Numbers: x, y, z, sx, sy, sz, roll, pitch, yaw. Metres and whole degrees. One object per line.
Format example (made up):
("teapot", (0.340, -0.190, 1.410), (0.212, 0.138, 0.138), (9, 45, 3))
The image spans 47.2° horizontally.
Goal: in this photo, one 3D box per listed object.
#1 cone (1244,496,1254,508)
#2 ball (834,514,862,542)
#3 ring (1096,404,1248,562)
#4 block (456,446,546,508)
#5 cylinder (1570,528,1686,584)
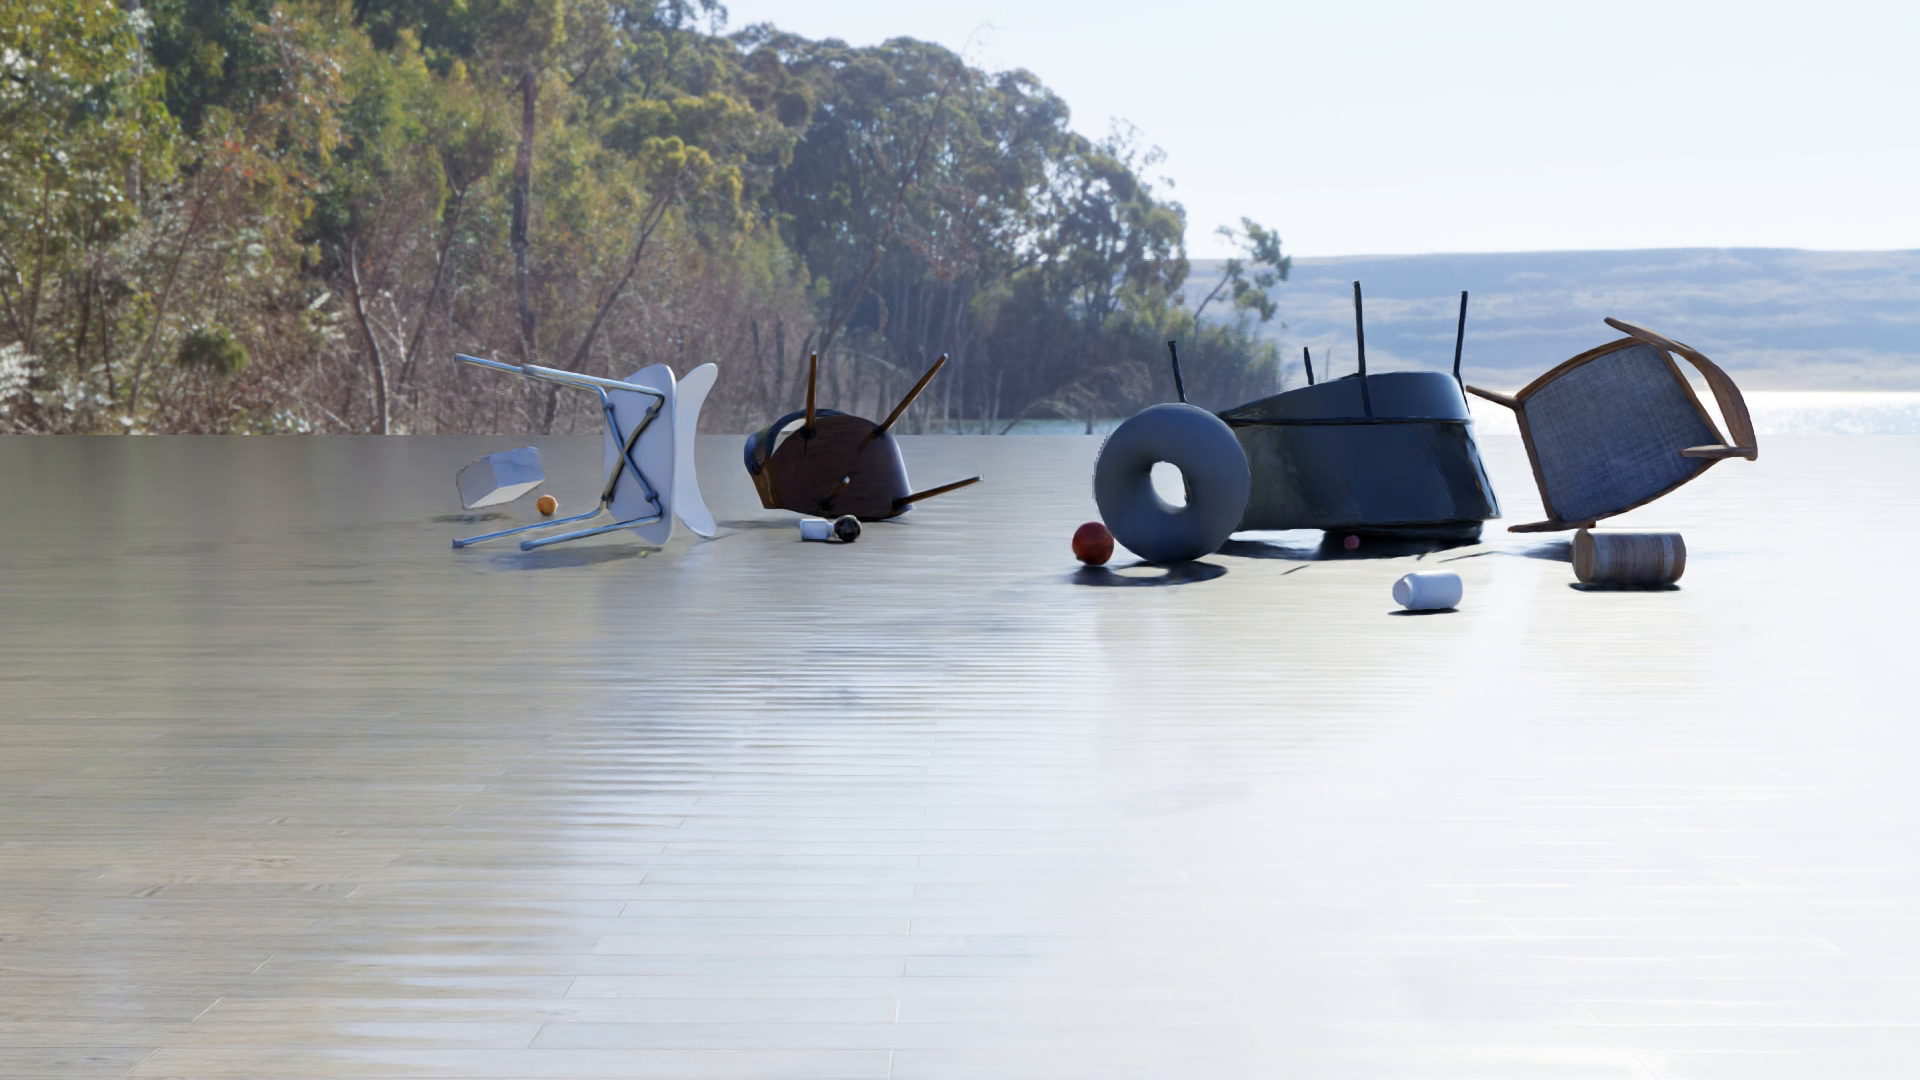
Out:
("cone", (1.022, -0.174, 8.368), (0.258, 0.223, 0.165), (31, -7, 35))
("ball", (-0.331, -0.036, 6.490), (0.079, 0.079, 0.079), (0, 4, 0))
("ring", (0.547, -0.144, 5.694), (0.165, 0.405, 0.484), (-40, -11, -46))
("block", (-1.641, -0.222, 7.856), (0.187, 0.123, 0.286), (-13, -6, -38))
("cylinder", (1.545, 0.036, 5.087), (0.211, 0.129, 0.168), (0, 4, -3))
